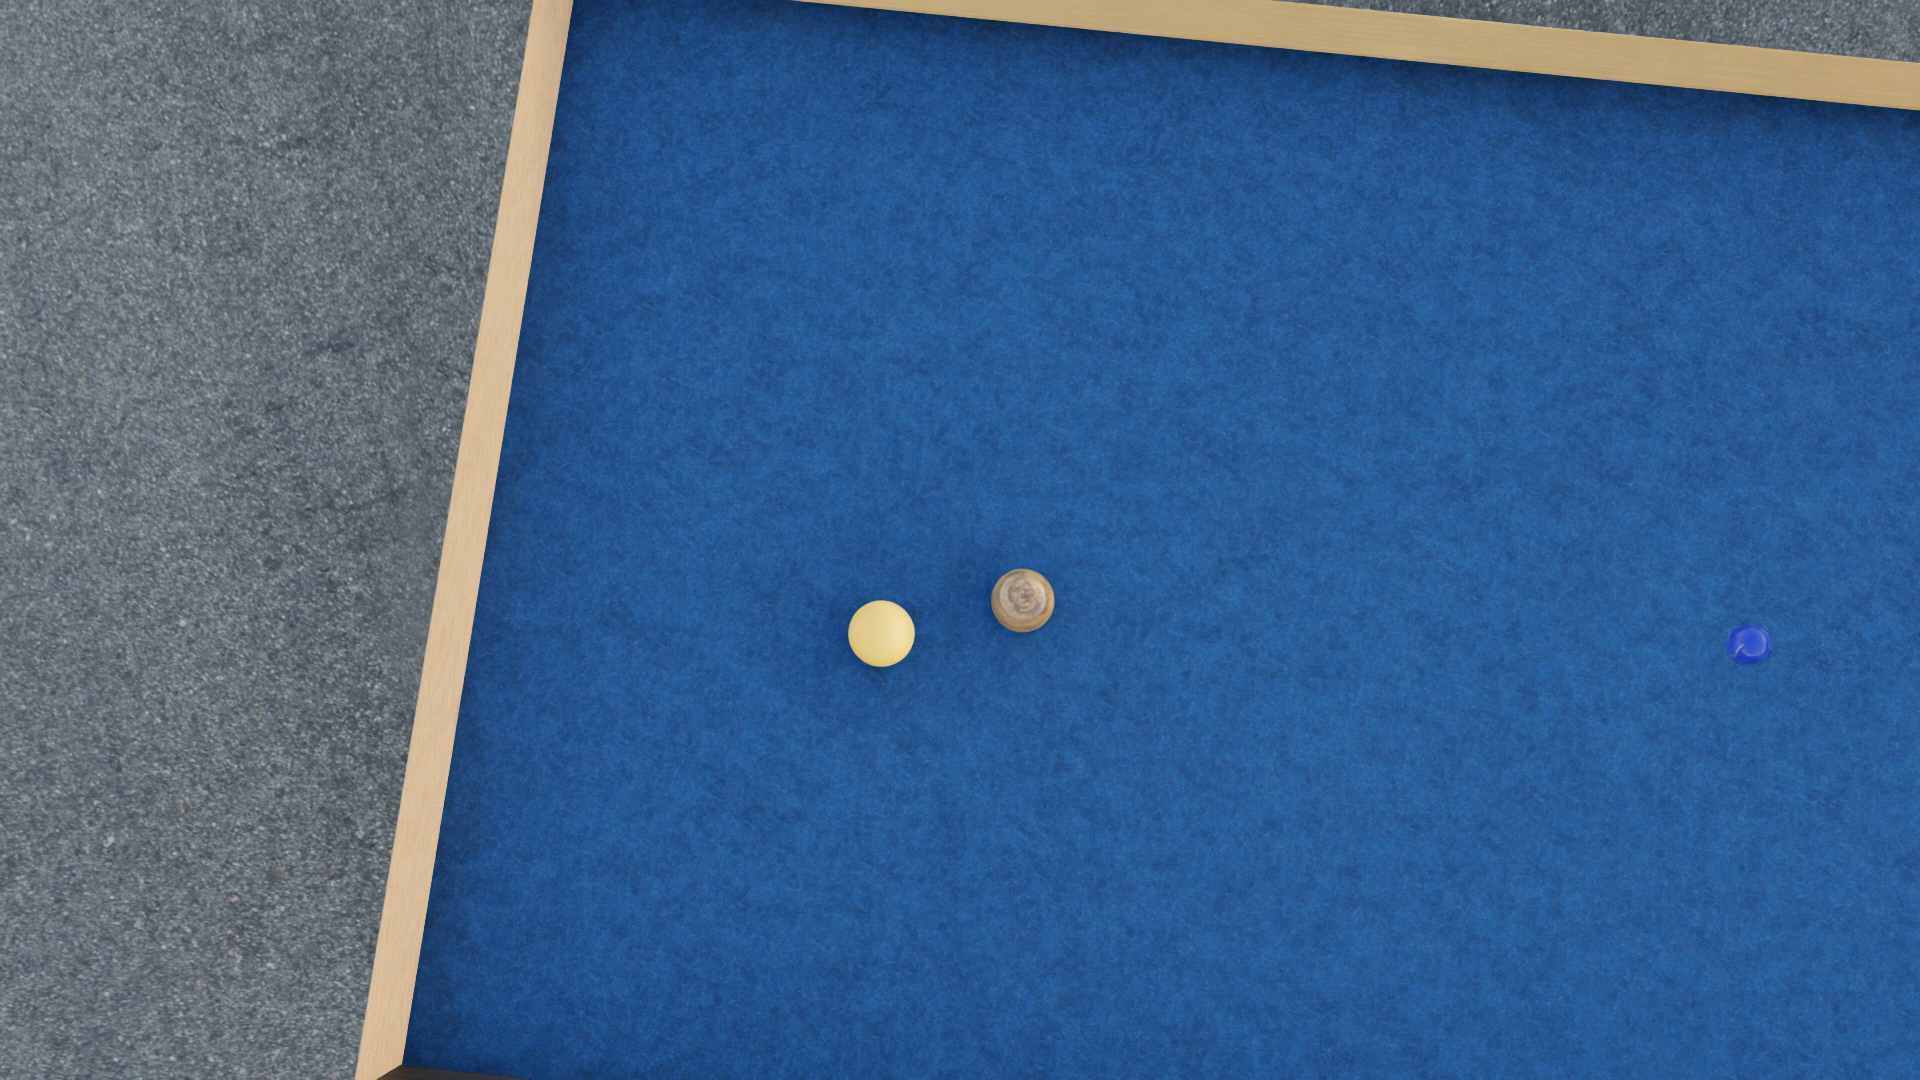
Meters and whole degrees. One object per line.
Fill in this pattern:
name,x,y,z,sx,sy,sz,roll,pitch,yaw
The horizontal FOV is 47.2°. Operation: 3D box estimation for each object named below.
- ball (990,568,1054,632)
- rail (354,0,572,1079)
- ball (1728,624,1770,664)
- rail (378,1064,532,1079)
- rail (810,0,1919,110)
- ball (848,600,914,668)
ball,0.094,0.090,3.290,0.096,0.096,0.096,0,77,0
rail,-0.724,-0.079,3.313,0.045,0.129,1.788,6,77,1
ball,1.182,0.156,3.293,0.060,0.060,0.060,0,77,0
rail,0.656,0.915,3.075,3.008,0.129,0.045,6,77,1
rail,0.840,-0.768,3.478,3.008,0.129,0.045,6,77,1
ball,-0.117,0.139,3.277,0.099,0.099,0.099,0,77,0
